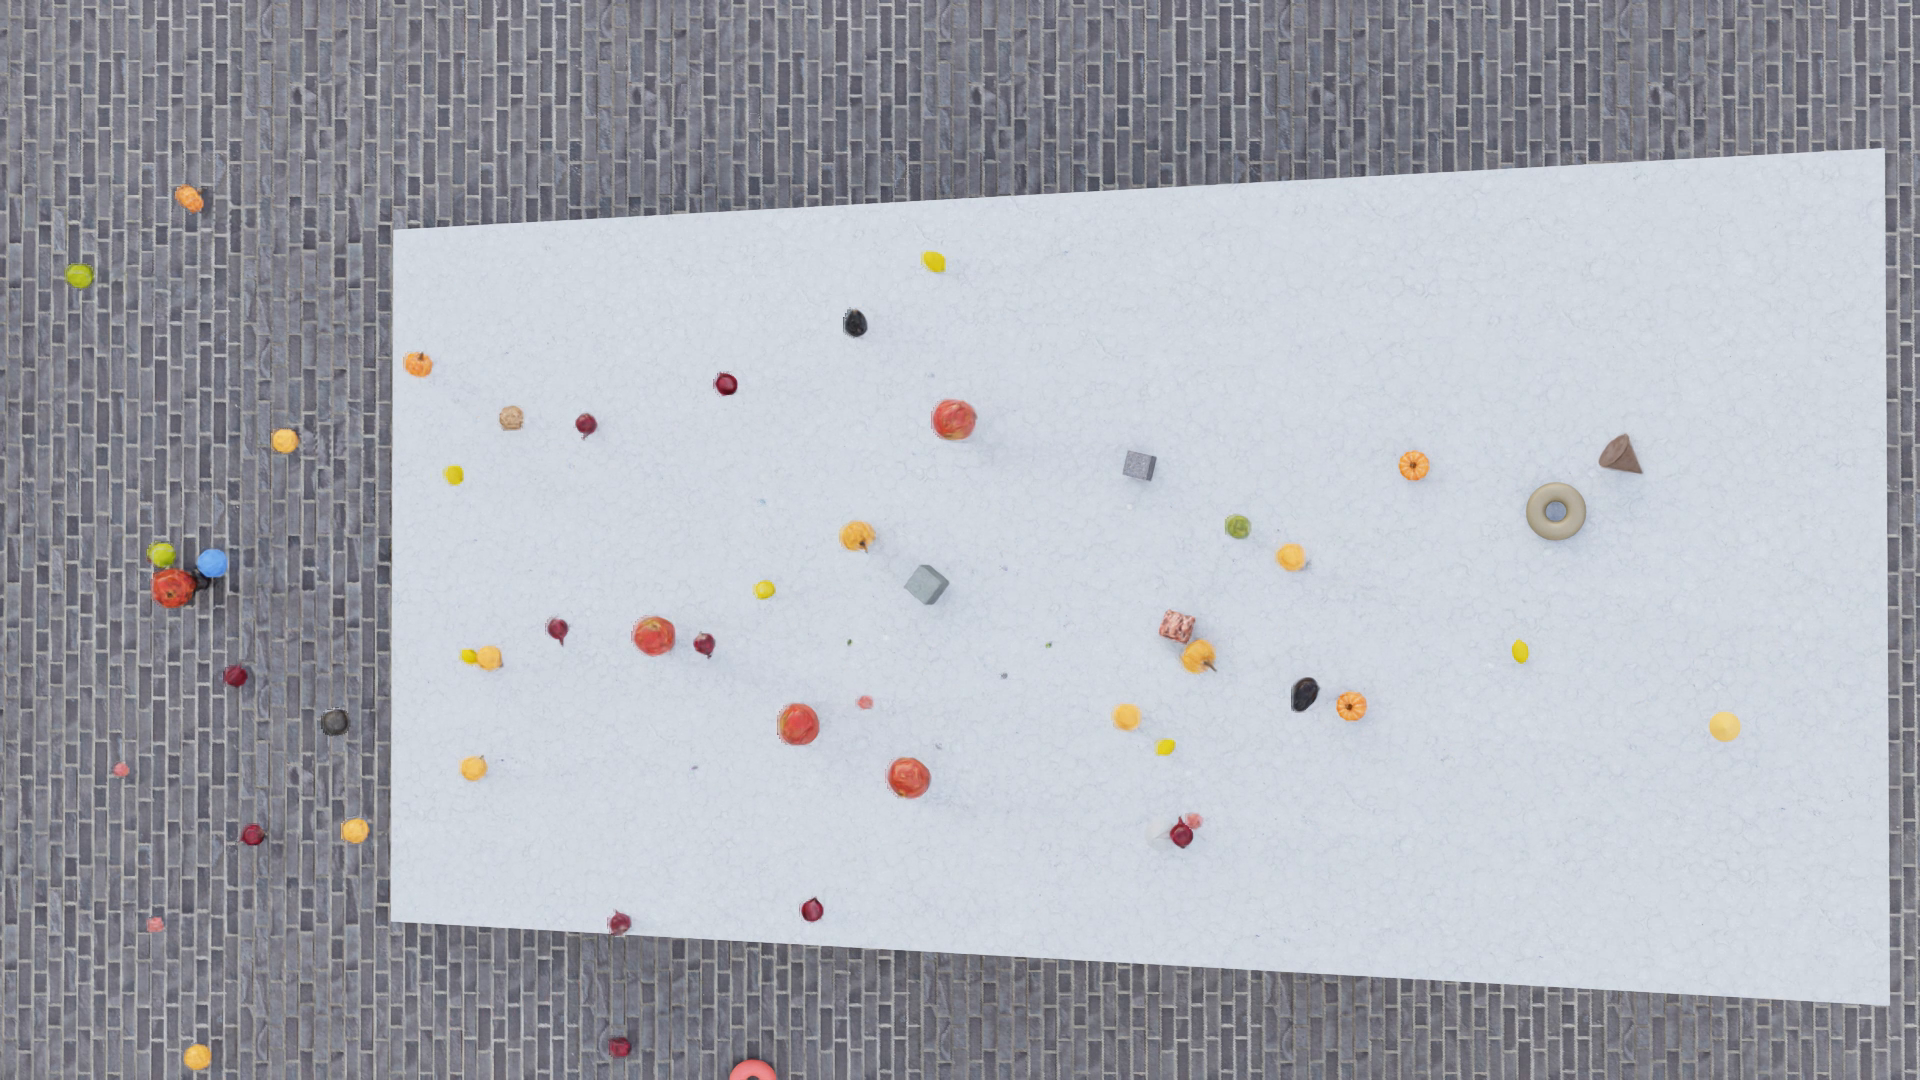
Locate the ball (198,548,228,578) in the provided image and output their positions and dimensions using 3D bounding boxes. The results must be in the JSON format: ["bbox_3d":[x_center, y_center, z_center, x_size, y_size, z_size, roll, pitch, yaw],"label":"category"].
[{"bbox_3d":[-2.171,0.068,6.390,0.085,0.085,0.085,0,89,0],"label":"ball"}]

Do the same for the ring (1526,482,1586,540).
[{"bbox_3d":[1.447,-0.069,5.339,0.143,0.048,0.143,0,89,19],"label":"ring"}]

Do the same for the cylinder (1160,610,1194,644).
[{"bbox_3d":[0.554,0.220,5.612,0.070,0.070,0.070,18,89,17],"label":"cylinder"}]

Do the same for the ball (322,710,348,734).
[{"bbox_3d":[-1.812,0.529,6.387,0.073,0.073,0.073,0,89,0],"label":"ball"}]

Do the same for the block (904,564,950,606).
[{"bbox_3d":[-0.088,0.118,5.818,0.076,0.076,0.076,39,101,15],"label":"block"}]

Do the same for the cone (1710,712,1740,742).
[{"bbox_3d":[1.810,0.444,5.202,0.072,0.072,0.072,0,89,18],"label":"cone"}]

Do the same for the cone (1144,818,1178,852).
[{"bbox_3d":[0.503,0.756,5.613,0.085,0.085,0.085,0,89,18],"label":"cone"}]

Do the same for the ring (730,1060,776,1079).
[{"bbox_3d":[-0.604,1.586,6.412,0.143,0.048,0.143,0,88,1],"label":"ring"}]

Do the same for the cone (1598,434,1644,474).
[{"bbox_3d":[1.609,-0.187,5.290,0.098,0.098,0.098,37,89,-5],"label":"cone"}]

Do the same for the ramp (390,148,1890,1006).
[{"bbox_3d":[0.276,0.093,5.793,4.000,0.100,2.000,0,89,18],"label":"ramp"}]

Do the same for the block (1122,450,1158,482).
[{"bbox_3d":[0.461,-0.191,5.651,0.064,0.064,0.064,14,94,18],"label":"block"}]

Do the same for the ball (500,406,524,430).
[{"bbox_3d":[-1.266,-0.344,6.209,0.069,0.069,0.069,0,89,0],"label":"ball"}]
